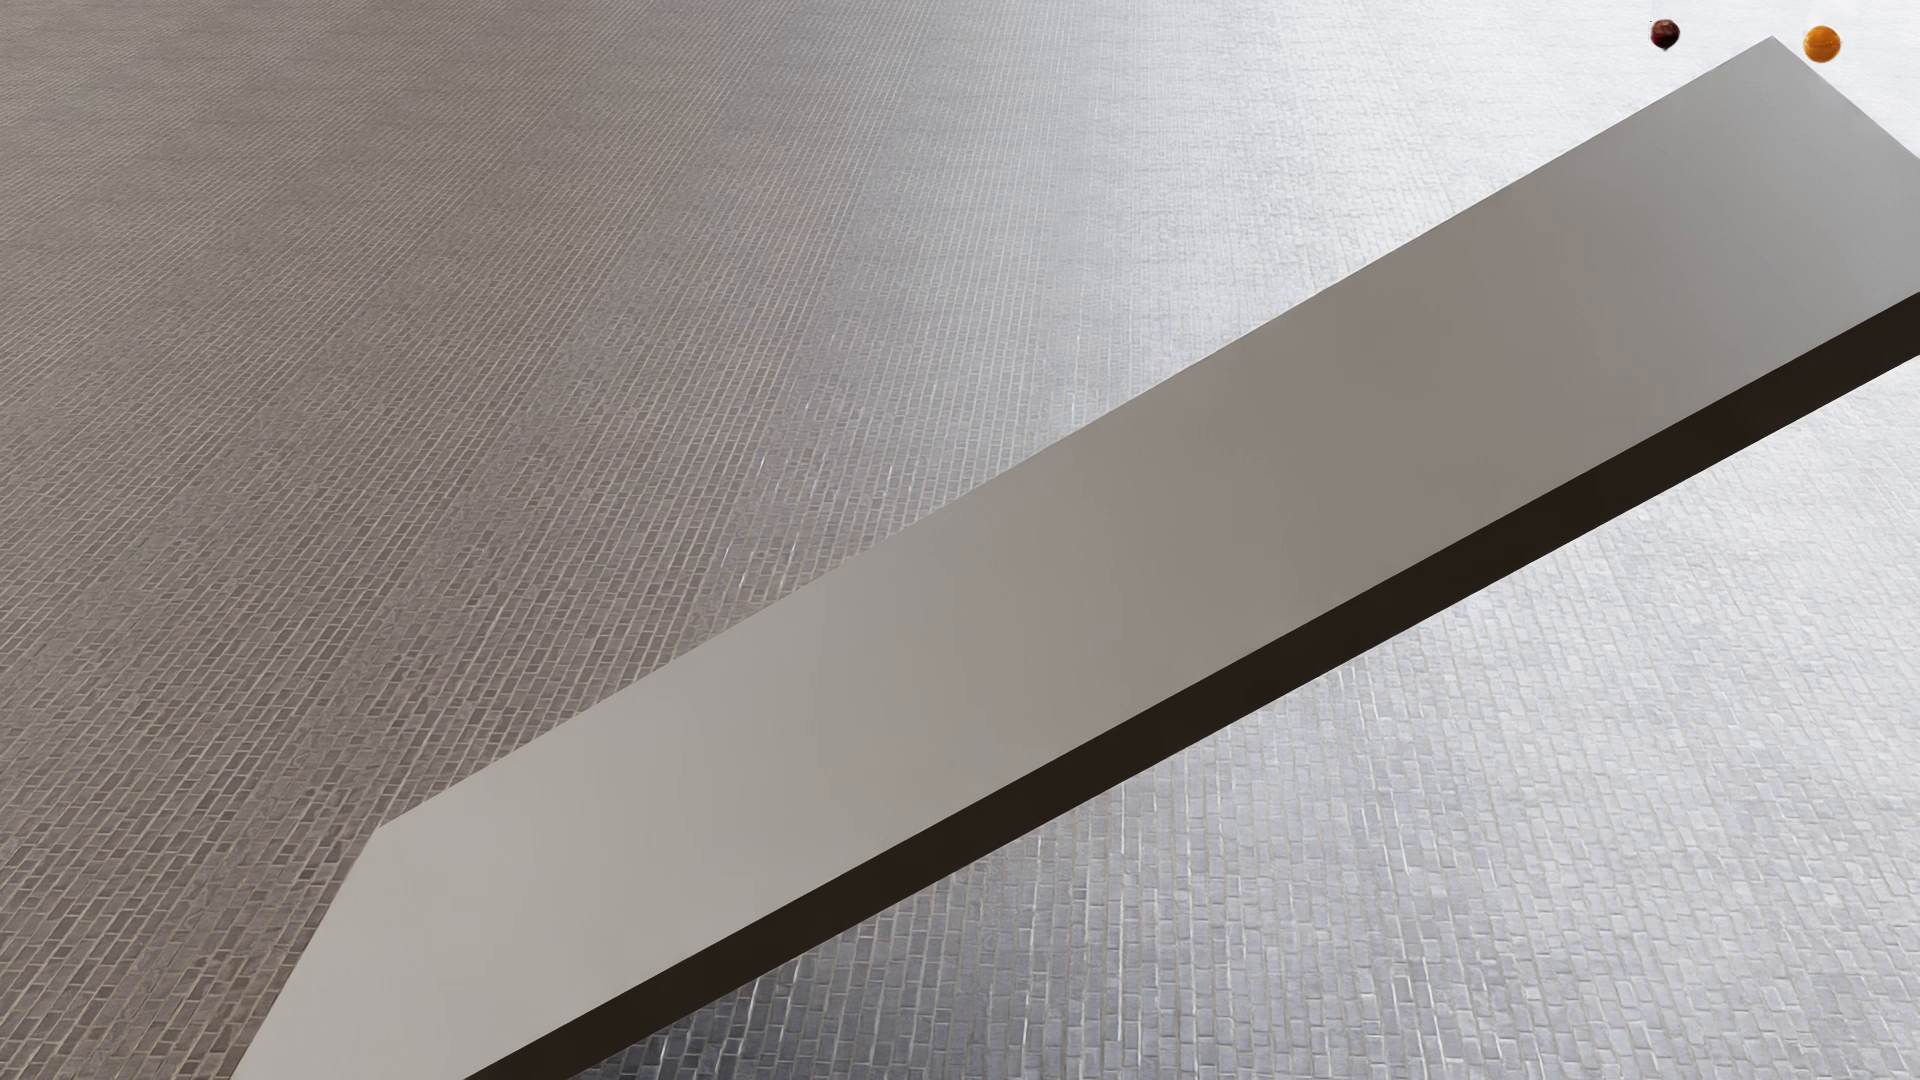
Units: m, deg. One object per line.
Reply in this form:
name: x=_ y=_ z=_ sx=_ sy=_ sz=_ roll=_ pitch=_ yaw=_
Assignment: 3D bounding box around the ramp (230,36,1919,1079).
ramp: x=0.141 y=0.169 z=6.289 sx=4.000 sy=0.100 sz=2.000 roll=-29 pitch=15 yaw=13
